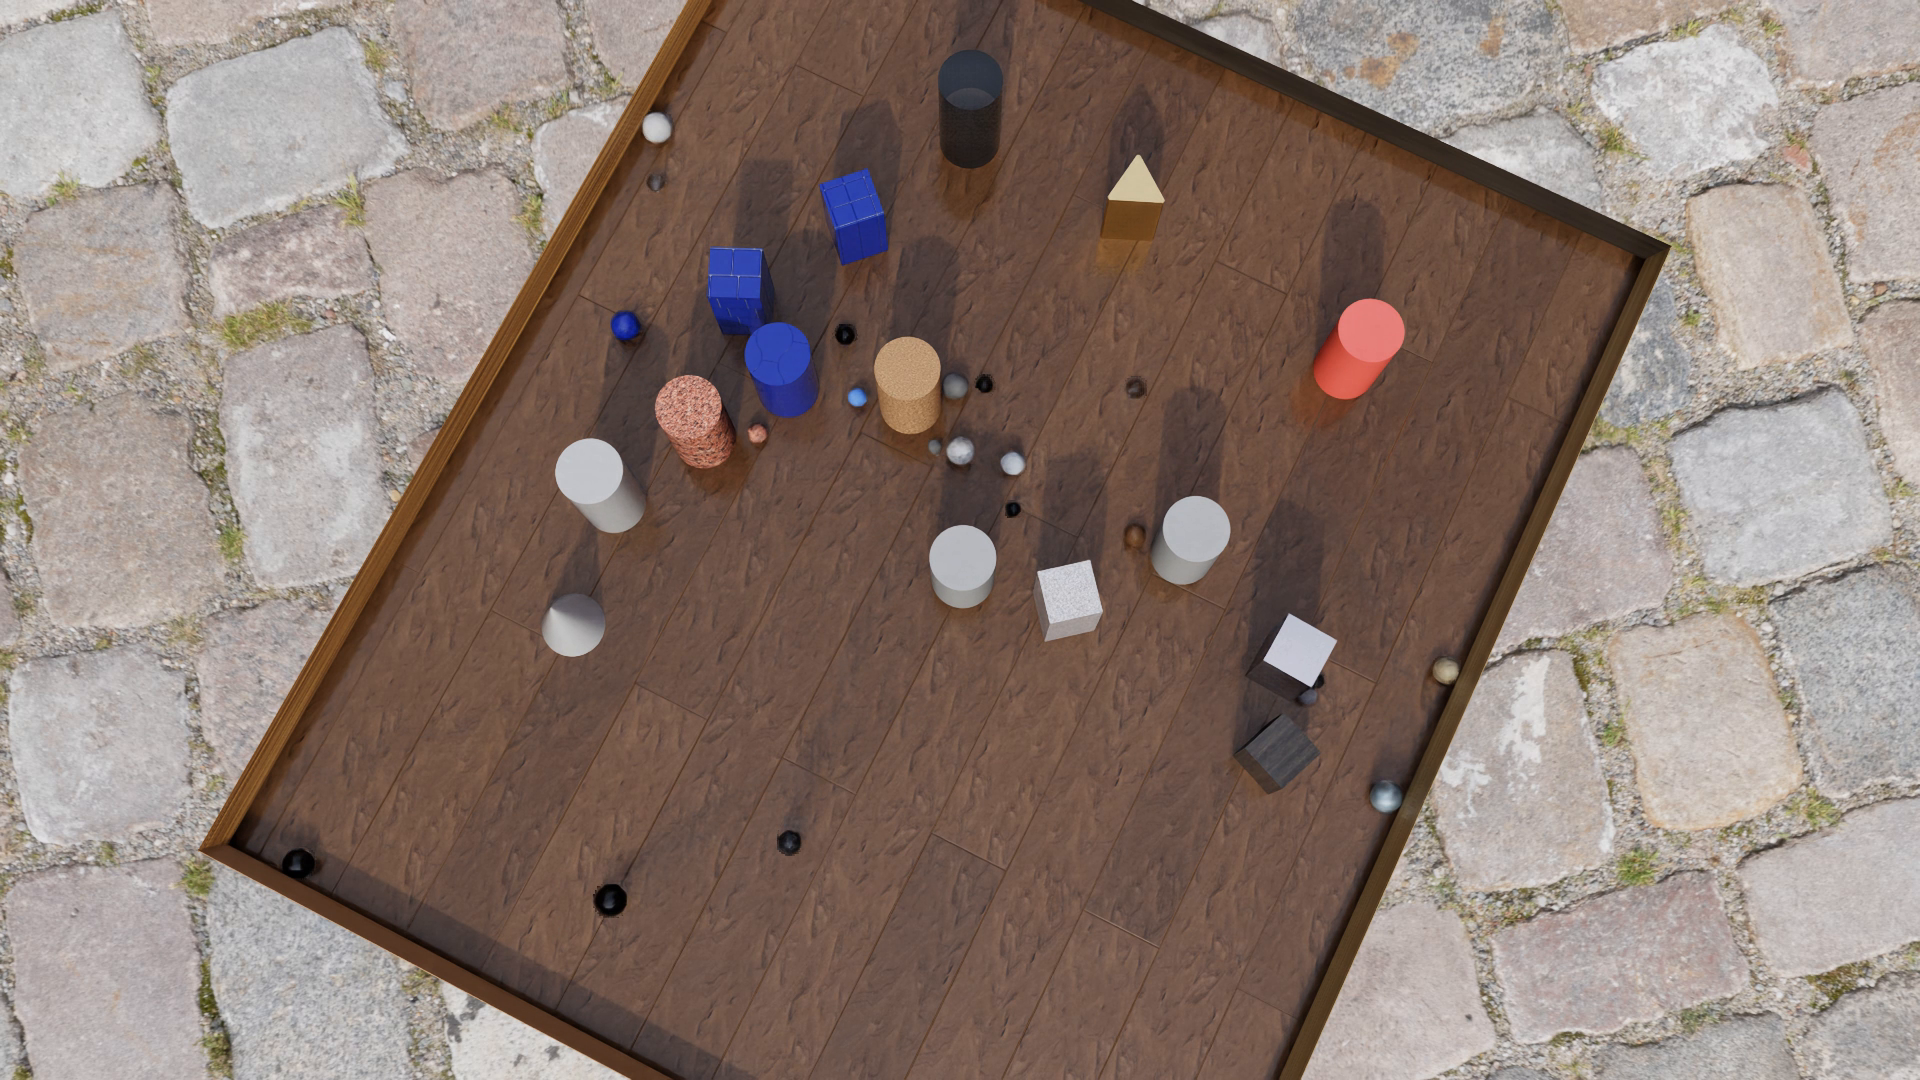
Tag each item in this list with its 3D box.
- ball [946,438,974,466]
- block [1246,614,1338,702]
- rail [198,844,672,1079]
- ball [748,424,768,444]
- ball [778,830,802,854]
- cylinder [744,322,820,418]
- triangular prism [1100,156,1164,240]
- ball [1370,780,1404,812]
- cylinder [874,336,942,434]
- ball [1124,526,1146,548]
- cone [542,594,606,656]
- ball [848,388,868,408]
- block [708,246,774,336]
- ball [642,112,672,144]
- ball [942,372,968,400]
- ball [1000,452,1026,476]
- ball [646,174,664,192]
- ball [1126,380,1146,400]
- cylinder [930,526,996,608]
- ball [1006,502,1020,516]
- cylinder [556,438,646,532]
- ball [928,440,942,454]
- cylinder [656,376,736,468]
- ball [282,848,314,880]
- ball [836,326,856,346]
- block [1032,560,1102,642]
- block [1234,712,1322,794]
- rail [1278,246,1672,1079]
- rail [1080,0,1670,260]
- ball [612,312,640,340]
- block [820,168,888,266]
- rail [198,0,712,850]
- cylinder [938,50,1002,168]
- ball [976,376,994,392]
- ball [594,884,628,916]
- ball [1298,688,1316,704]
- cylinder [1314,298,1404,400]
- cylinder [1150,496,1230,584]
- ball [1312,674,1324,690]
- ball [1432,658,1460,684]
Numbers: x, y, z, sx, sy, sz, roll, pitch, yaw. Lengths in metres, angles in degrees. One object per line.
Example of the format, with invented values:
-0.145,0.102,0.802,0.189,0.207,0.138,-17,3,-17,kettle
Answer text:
0.002,-0.273,5.629,0.087,0.087,0.087,0,78,0,ball
0.966,0.348,5.367,0.155,0.347,0.155,30,80,6,block
-0.800,1.574,5.225,3.121,0.126,0.045,26,80,5,rail
-0.624,-0.329,5.653,0.062,0.062,0.062,0,78,0,ball
-0.501,0.889,5.397,0.070,0.070,0.070,0,78,0,ball
-0.535,-0.510,5.544,0.194,0.349,0.194,0,78,0,cylinder
0.534,-1.060,5.674,0.168,0.317,0.145,4,78,1,triangular prism
1.260,0.757,5.411,0.095,0.095,0.095,0,78,0,ball
-0.153,-0.461,5.521,0.194,0.375,0.194,0,78,0,cylinder
0.535,-0.012,5.585,0.067,0.067,0.067,0,78,0,ball
-1.174,0.225,5.409,0.194,0.316,0.194,0,78,0,cone
-0.317,-0.440,5.678,0.058,0.058,0.058,0,78,0,ball
-0.666,-0.755,5.592,0.155,0.354,0.155,2,78,0,block
-0.965,-1.313,5.839,0.097,0.097,0.097,0,78,0,ball
-0.016,-0.477,5.671,0.086,0.086,0.086,0,78,0,ball
0.163,-0.236,5.628,0.074,0.074,0.074,0,78,0,ball
-0.968,-1.134,5.823,0.056,0.056,0.056,0,78,0,ball
0.544,-0.468,5.682,0.062,0.062,0.062,0,78,0,ball
0.008,0.082,5.445,0.194,0.302,0.194,0,78,0,cylinder
0.163,-0.094,5.613,0.045,0.045,0.045,0,78,0,ball
-1.062,-0.157,5.445,0.194,0.399,0.194,0,78,0,cylinder
-0.077,-0.287,5.653,0.045,0.045,0.045,0,78,0,ball
-0.791,-0.352,5.511,0.194,0.350,0.194,0,78,0,cylinder
-1.940,0.950,5.374,0.089,0.089,0.089,0,78,0,ball
-0.358,-0.638,5.717,0.062,0.062,0.062,0,78,0,ball
0.314,0.183,5.403,0.155,0.344,0.155,-12,79,-3,block
0.925,0.627,5.362,0.155,0.245,0.155,-41,81,-8,block
1.374,0.680,5.411,0.045,0.126,3.627,26,80,5,rail
0.800,-1.561,5.874,3.121,0.126,0.045,26,80,5,rail
-1.040,-0.666,5.709,0.090,0.090,0.090,0,78,0,ball
-0.326,-0.995,5.667,0.155,0.305,0.155,-19,79,-4,block
-1.374,-0.666,5.689,0.045,0.126,3.627,26,80,5,rail
0.031,-1.327,5.669,0.194,0.435,0.194,0,78,0,cylinder
0.078,-0.483,5.690,0.051,0.051,0.051,0,78,0,ball
-1.019,1.052,5.351,0.093,0.093,0.093,0,78,0,ball
1.040,0.465,5.491,0.057,0.057,0.057,0,78,0,ball
1.200,-0.573,5.538,0.194,0.387,0.194,0,78,0,cylinder
0.679,0.005,5.432,0.194,0.359,0.194,0,78,0,cylinder
1.071,0.423,5.504,0.048,0.048,0.048,0,78,0,ball
1.458,0.392,5.495,0.080,0.080,0.080,0,78,0,ball
